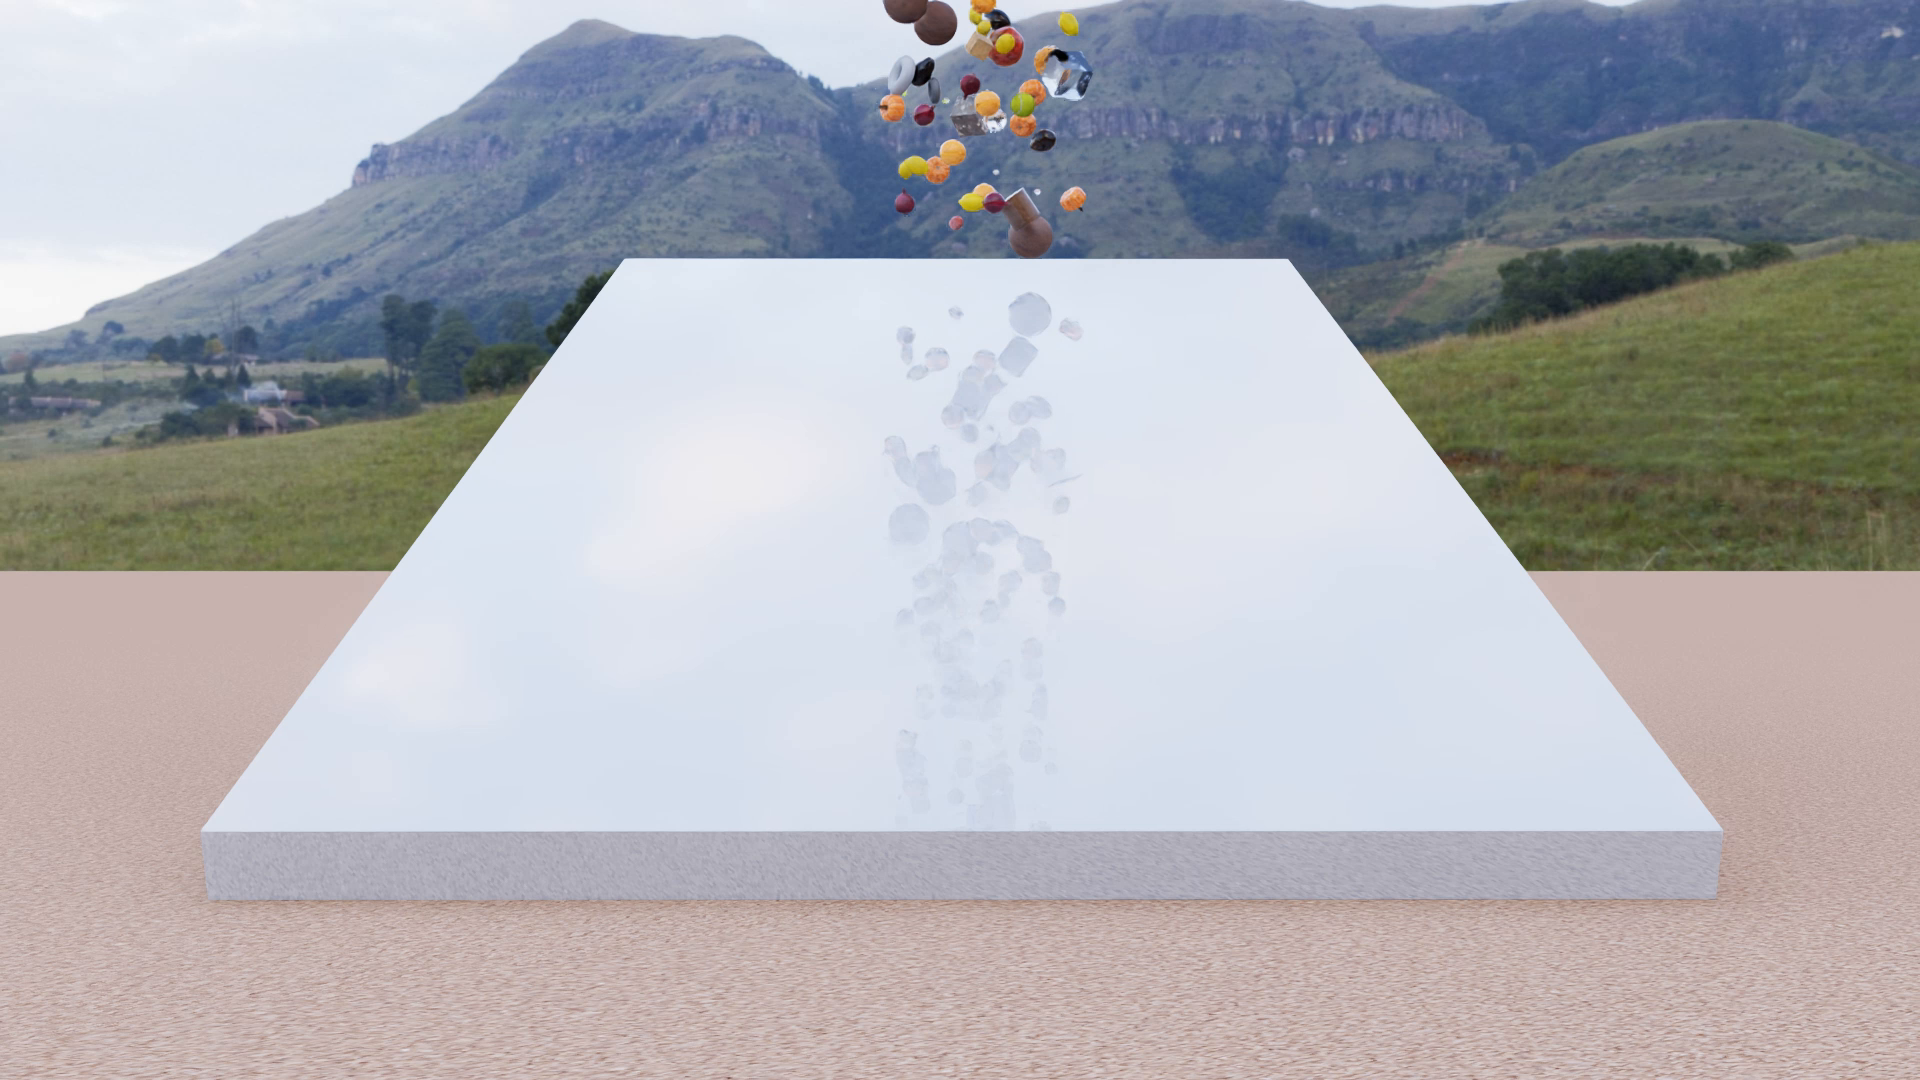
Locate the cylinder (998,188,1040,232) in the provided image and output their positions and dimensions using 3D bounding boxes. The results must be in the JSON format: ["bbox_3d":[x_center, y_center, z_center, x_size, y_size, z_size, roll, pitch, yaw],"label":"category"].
[{"bbox_3d":[0.167,-0.934,6.319,0.088,0.088,0.088,-35,9,6],"label":"cylinder"}]

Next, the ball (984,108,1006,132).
[{"bbox_3d":[0.098,-1.182,6.289,0.066,0.066,0.066,0,-1,0],"label":"ball"}]

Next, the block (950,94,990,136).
[{"bbox_3d":[0.035,-1.250,6.579,0.084,0.084,0.084,1,-35,28],"label":"block"}]

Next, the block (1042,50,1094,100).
[{"bbox_3d":[0.303,-1.316,6.320,0.095,0.095,0.095,-2,-44,-27],"label":"block"}]

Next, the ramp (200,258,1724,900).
[{"bbox_3d":[-0.003,-0.185,4.853,2.000,0.100,4.000,0,18,0],"label":"ramp"}]

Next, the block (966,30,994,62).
[{"bbox_3d":[0.054,-1.386,6.275,0.052,0.052,0.052,22,27,-26],"label":"block"}]

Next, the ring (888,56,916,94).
[{"bbox_3d":[-0.164,-1.307,6.288,0.038,0.115,0.115,17,-9,-27],"label":"ring"}]
